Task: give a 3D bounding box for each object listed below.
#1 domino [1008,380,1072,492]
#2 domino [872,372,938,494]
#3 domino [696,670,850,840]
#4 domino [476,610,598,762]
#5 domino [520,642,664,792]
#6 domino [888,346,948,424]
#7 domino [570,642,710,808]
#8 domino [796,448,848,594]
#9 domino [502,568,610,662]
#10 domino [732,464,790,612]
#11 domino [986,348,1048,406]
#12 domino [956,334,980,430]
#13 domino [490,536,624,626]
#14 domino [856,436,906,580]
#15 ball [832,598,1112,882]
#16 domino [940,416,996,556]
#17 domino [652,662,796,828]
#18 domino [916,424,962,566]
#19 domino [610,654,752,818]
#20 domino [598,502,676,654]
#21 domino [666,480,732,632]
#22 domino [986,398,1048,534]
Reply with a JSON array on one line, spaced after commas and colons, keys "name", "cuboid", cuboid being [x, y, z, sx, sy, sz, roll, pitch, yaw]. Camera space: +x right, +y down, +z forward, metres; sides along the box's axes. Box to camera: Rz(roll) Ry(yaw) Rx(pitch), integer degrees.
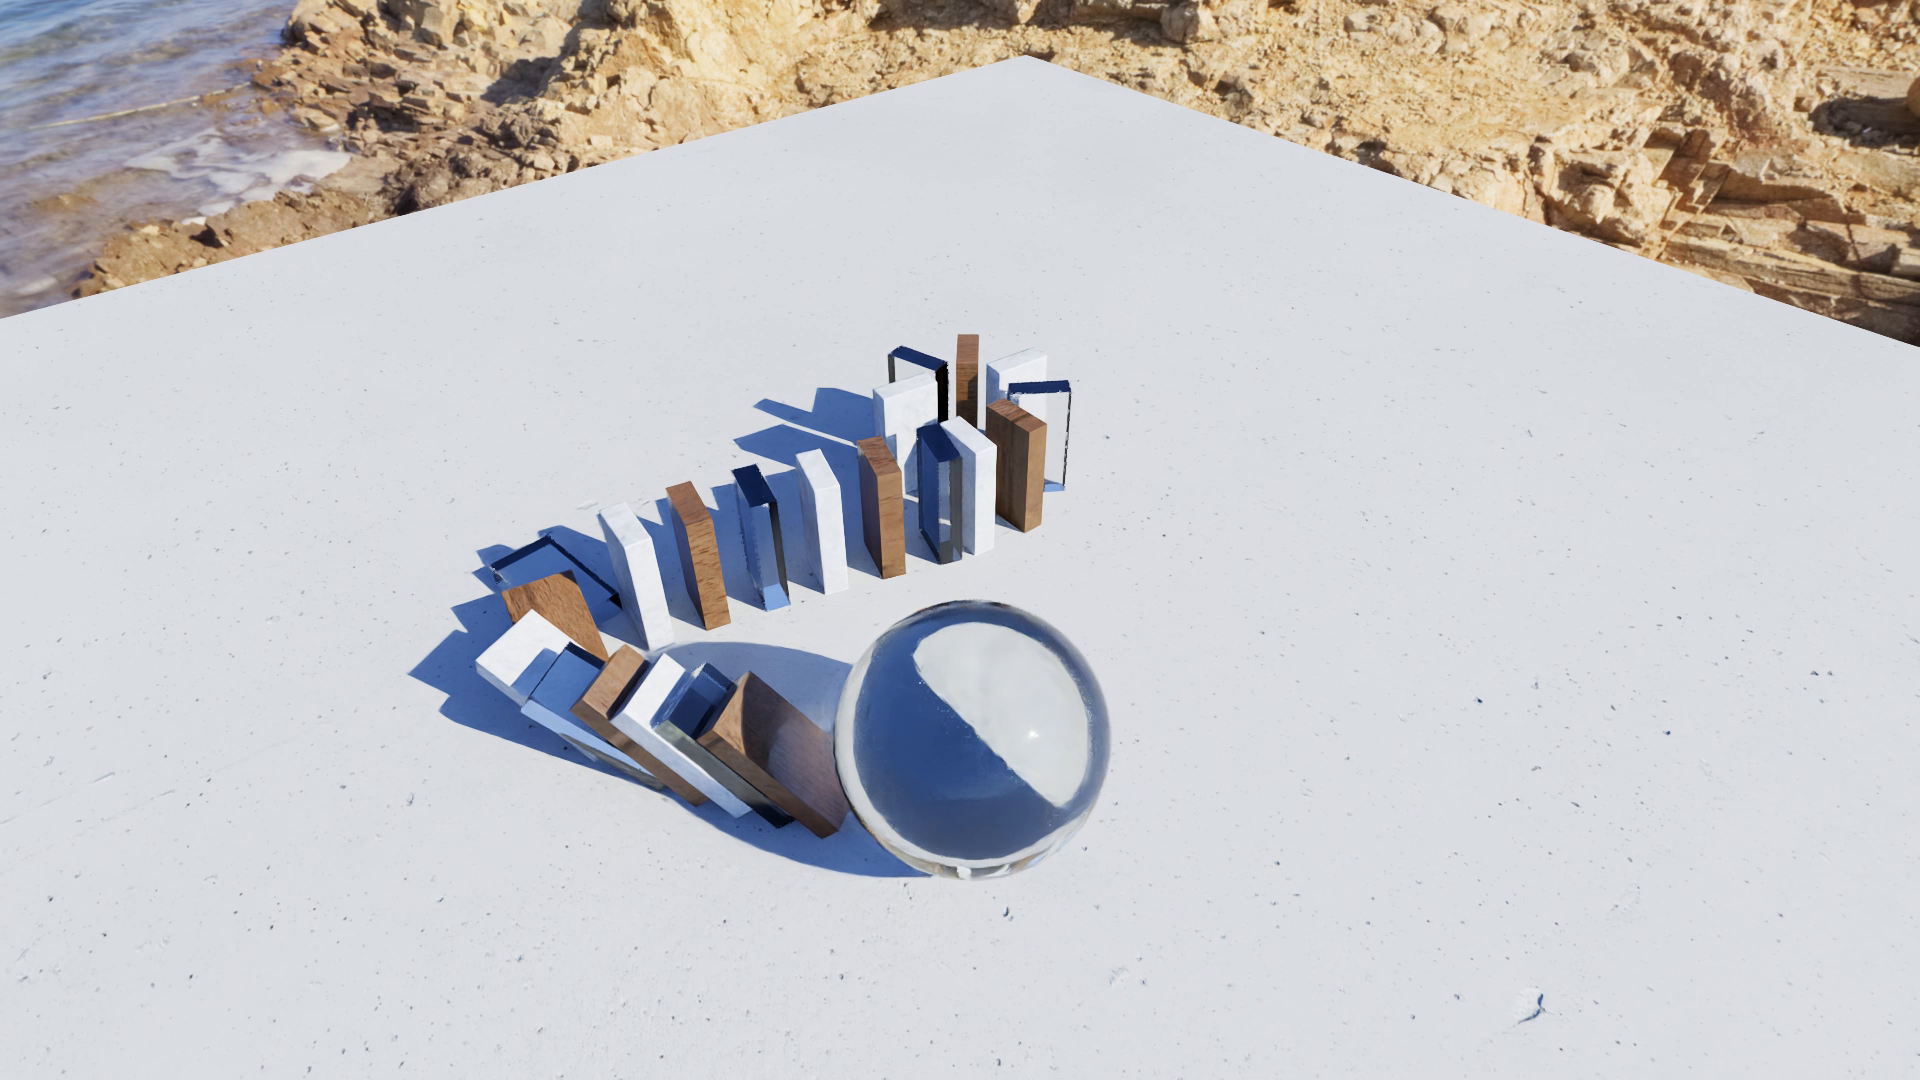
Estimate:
[{"name": "domino", "cuboid": [0.032, -0.043, 0.464, 0.025, 0.050, 0.009, -4, 39, -4]}, {"name": "domino", "cuboid": [-0.023, -0.044, 0.465, 0.025, 0.050, 0.009, -22, 44, -24]}, {"name": "domino", "cuboid": [-0.054, 0.066, 0.338, 0.050, 0.009, 0.025, 43, 40, -15]}, {"name": "domino", "cuboid": [-0.132, 0.048, 0.367, 0.050, 0.010, 0.025, 36, 53, 4]}, {"name": "domino", "cuboid": [-0.111, 0.057, 0.354, 0.050, 0.009, 0.025, 33, 42, -10]}, {"name": "domino", "cuboid": [-0.018, -0.058, 0.482, 0.025, 0.050, 0.009, 24, 45, 26]}, {"name": "domino", "cuboid": [-0.095, 0.059, 0.348, 0.050, 0.009, 0.025, 43, 40, -15]}, {"name": "domino", "cuboid": [-0.052, -0.007, 0.419, 0.010, 0.050, 0.025, -15, 42, -17]}, {"name": "domino", "cuboid": [-0.141, 0.036, 0.389, 0.025, 0.010, 0.050, -20, 60, -23]}, {"name": "domino", "cuboid": [-0.074, 0.000, 0.412, 0.010, 0.050, 0.025, -16, 42, -19]}, {"name": "domino", "cuboid": [0.024, -0.057, 0.481, 0.025, 0.050, 0.009, -24, 45, -26]}, {"name": "domino", "cuboid": [0.003, -0.063, 0.488, 0.009, 0.050, 0.025, 1, 39, 1]}, {"name": "domino", "cuboid": [-0.155, 0.018, 0.421, 0.050, 0.010, 0.025, 31, 48, 32]}, {"name": "domino", "cuboid": [-0.030, -0.012, 0.426, 0.009, 0.050, 0.025, -14, 41, -16]}, {"name": "ball", "cuboid": [0.003, 0.057, 0.318, 0.080, 0.080, 0.080, 0, 39, 0]}, {"name": "domino", "cuboid": [0.003, -0.021, 0.437, 0.010, 0.050, 0.025, -23, 45, -26]}, {"name": "domino", "cuboid": [-0.067, 0.064, 0.341, 0.050, 0.009, 0.025, 43, 40, -15]}, {"name": "domino", "cuboid": [-0.008, -0.018, 0.433, 0.010, 0.050, 0.025, -14, 41, -16]}, {"name": "domino", "cuboid": [-0.081, 0.061, 0.344, 0.050, 0.009, 0.025, 42, 40, -15]}, {"name": "domino", "cuboid": [-0.116, 0.014, 0.395, 0.010, 0.050, 0.025, -23, 45, -26]}, {"name": "domino", "cuboid": [-0.096, 0.006, 0.404, 0.009, 0.050, 0.025, -18, 43, -21]}, {"name": "domino", "cuboid": [0.022, -0.030, 0.448, 0.009, 0.050, 0.025, -28, 47, -30]}]
